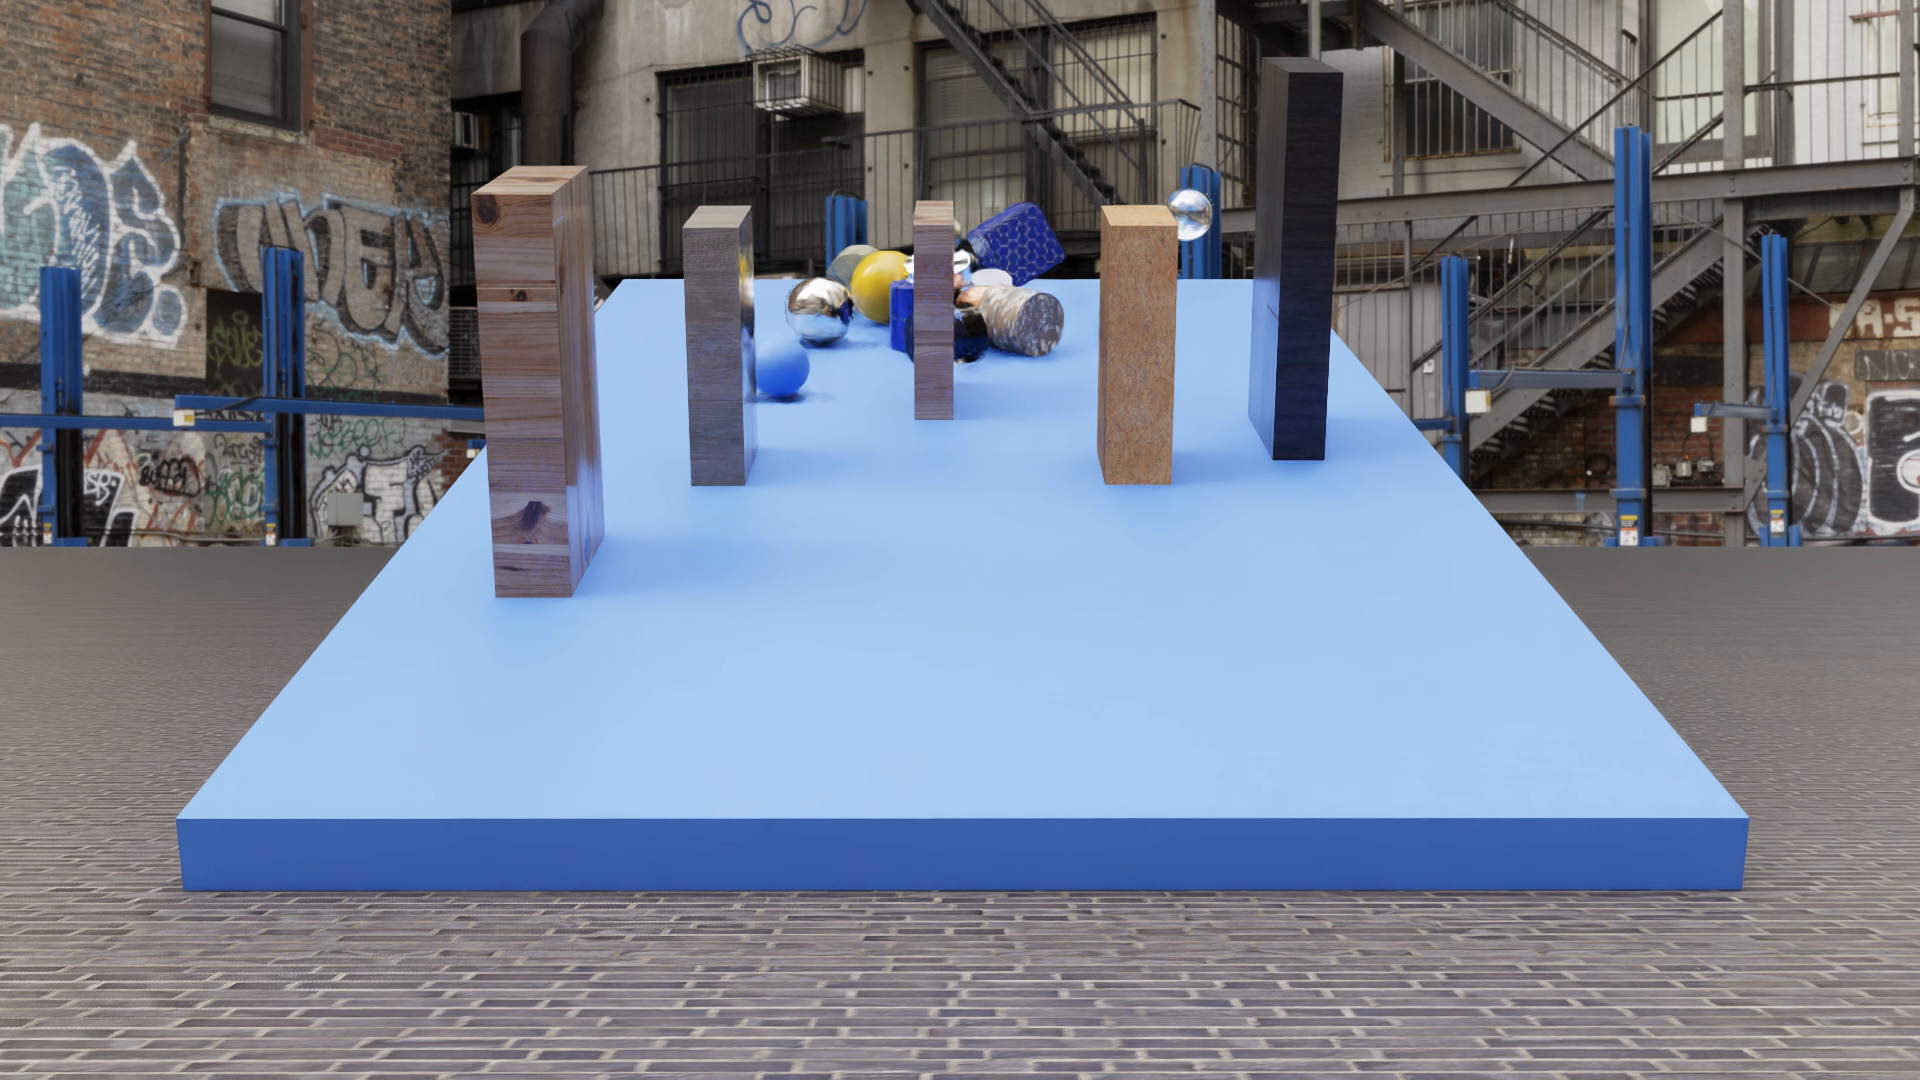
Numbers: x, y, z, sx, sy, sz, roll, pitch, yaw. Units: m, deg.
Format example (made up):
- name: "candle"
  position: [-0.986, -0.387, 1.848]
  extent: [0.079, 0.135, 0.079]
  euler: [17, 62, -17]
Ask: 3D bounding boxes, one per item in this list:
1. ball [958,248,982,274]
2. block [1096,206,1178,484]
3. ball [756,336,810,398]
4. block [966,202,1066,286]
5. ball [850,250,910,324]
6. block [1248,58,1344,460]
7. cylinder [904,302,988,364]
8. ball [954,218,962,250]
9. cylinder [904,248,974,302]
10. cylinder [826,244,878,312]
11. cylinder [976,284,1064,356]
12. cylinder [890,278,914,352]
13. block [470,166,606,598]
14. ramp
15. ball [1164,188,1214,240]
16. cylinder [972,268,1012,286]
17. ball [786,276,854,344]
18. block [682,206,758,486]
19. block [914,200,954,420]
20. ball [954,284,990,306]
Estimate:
- name: "ball"
  position: [-0.010, -0.754, 6.296]
  extent: [0.146, 0.146, 0.146]
  euler: [0, 0, 0]
- name: "block"
  position: [0.352, -0.394, 4.435]
  extent: [0.131, 0.513, 0.270]
  euler: [0, 17, 0]
- name: "ball"
  position: [-0.418, -0.401, 5.108]
  extent: [0.143, 0.143, 0.143]
  euler: [0, 0, 0]
- name: "block"
  position: [0.155, -0.820, 6.177]
  extent: [0.178, 0.178, 0.178]
  euler: [-33, 16, -10]
- name: "ball"
  position: [-0.194, -0.679, 5.950]
  extent: [0.199, 0.199, 0.199]
  euler: [0, 0, 0]
- name: "block"
  position: [0.697, -0.597, 4.642]
  extent: [0.107, 0.785, 0.396]
  euler: [0, 17, 0]
- name: "cylinder"
  position: [-0.036, -0.502, 5.443]
  extent: [0.147, 0.147, 0.147]
  euler: [-12, 7, -35]
- name: "ball"
  position: [-0.051, -0.811, 5.905]
  extent: [0.117, 0.117, 0.117]
  euler: [0, 0, 0]
- name: "cylinder"
  position: [-0.050, -0.652, 5.825]
  extent: [0.174, 0.174, 0.174]
  euler: [-5, 33, 3]
- name: "cylinder"
  position: [-0.285, -0.730, 6.180]
  extent: [0.166, 0.166, 0.166]
  euler: [0, 16, 4]
- name: "cylinder"
  position: [0.150, -0.558, 5.606]
  extent: [0.162, 0.162, 0.162]
  euler: [0, 13, -41]
- name: "cylinder"
  position: [-0.098, -0.573, 5.653]
  extent: [0.163, 0.163, 0.163]
  euler: [0, 17, 0]
- name: "block"
  position: [-0.709, -0.277, 3.763]
  extent: [0.126, 0.668, 0.370]
  euler: [0, 17, 0]
- name: "ramp"
  position: [-0.002, -0.167, 4.746]
  extent: [2.000, 0.100, 4.000]
  euler: [0, 17, 0]
- name: "ball"
  position: [0.602, -0.862, 5.870]
  extent: [0.137, 0.137, 0.137]
  euler: [0, 0, 0]
- name: "cylinder"
  position: [0.084, -0.653, 5.958]
  extent: [0.111, 0.111, 0.111]
  euler: [2, 39, -1]
- name: "ball"
  position: [-0.358, -0.589, 5.685]
  extent: [0.176, 0.176, 0.176]
  euler: [0, 0, 0]
- name: "block"
  position: [-0.477, -0.394, 4.437]
  extent: [0.107, 0.510, 0.299]
  euler: [0, 17, 0]
- name: "block"
  position: [-0.058, -0.527, 5.027]
  extent: [0.087, 0.432, 0.380]
  euler: [0, 17, 0]
- name: "ball"
  position: [0.055, -0.586, 5.725]
  extent: [0.148, 0.148, 0.148]
  euler: [0, 0, 0]
